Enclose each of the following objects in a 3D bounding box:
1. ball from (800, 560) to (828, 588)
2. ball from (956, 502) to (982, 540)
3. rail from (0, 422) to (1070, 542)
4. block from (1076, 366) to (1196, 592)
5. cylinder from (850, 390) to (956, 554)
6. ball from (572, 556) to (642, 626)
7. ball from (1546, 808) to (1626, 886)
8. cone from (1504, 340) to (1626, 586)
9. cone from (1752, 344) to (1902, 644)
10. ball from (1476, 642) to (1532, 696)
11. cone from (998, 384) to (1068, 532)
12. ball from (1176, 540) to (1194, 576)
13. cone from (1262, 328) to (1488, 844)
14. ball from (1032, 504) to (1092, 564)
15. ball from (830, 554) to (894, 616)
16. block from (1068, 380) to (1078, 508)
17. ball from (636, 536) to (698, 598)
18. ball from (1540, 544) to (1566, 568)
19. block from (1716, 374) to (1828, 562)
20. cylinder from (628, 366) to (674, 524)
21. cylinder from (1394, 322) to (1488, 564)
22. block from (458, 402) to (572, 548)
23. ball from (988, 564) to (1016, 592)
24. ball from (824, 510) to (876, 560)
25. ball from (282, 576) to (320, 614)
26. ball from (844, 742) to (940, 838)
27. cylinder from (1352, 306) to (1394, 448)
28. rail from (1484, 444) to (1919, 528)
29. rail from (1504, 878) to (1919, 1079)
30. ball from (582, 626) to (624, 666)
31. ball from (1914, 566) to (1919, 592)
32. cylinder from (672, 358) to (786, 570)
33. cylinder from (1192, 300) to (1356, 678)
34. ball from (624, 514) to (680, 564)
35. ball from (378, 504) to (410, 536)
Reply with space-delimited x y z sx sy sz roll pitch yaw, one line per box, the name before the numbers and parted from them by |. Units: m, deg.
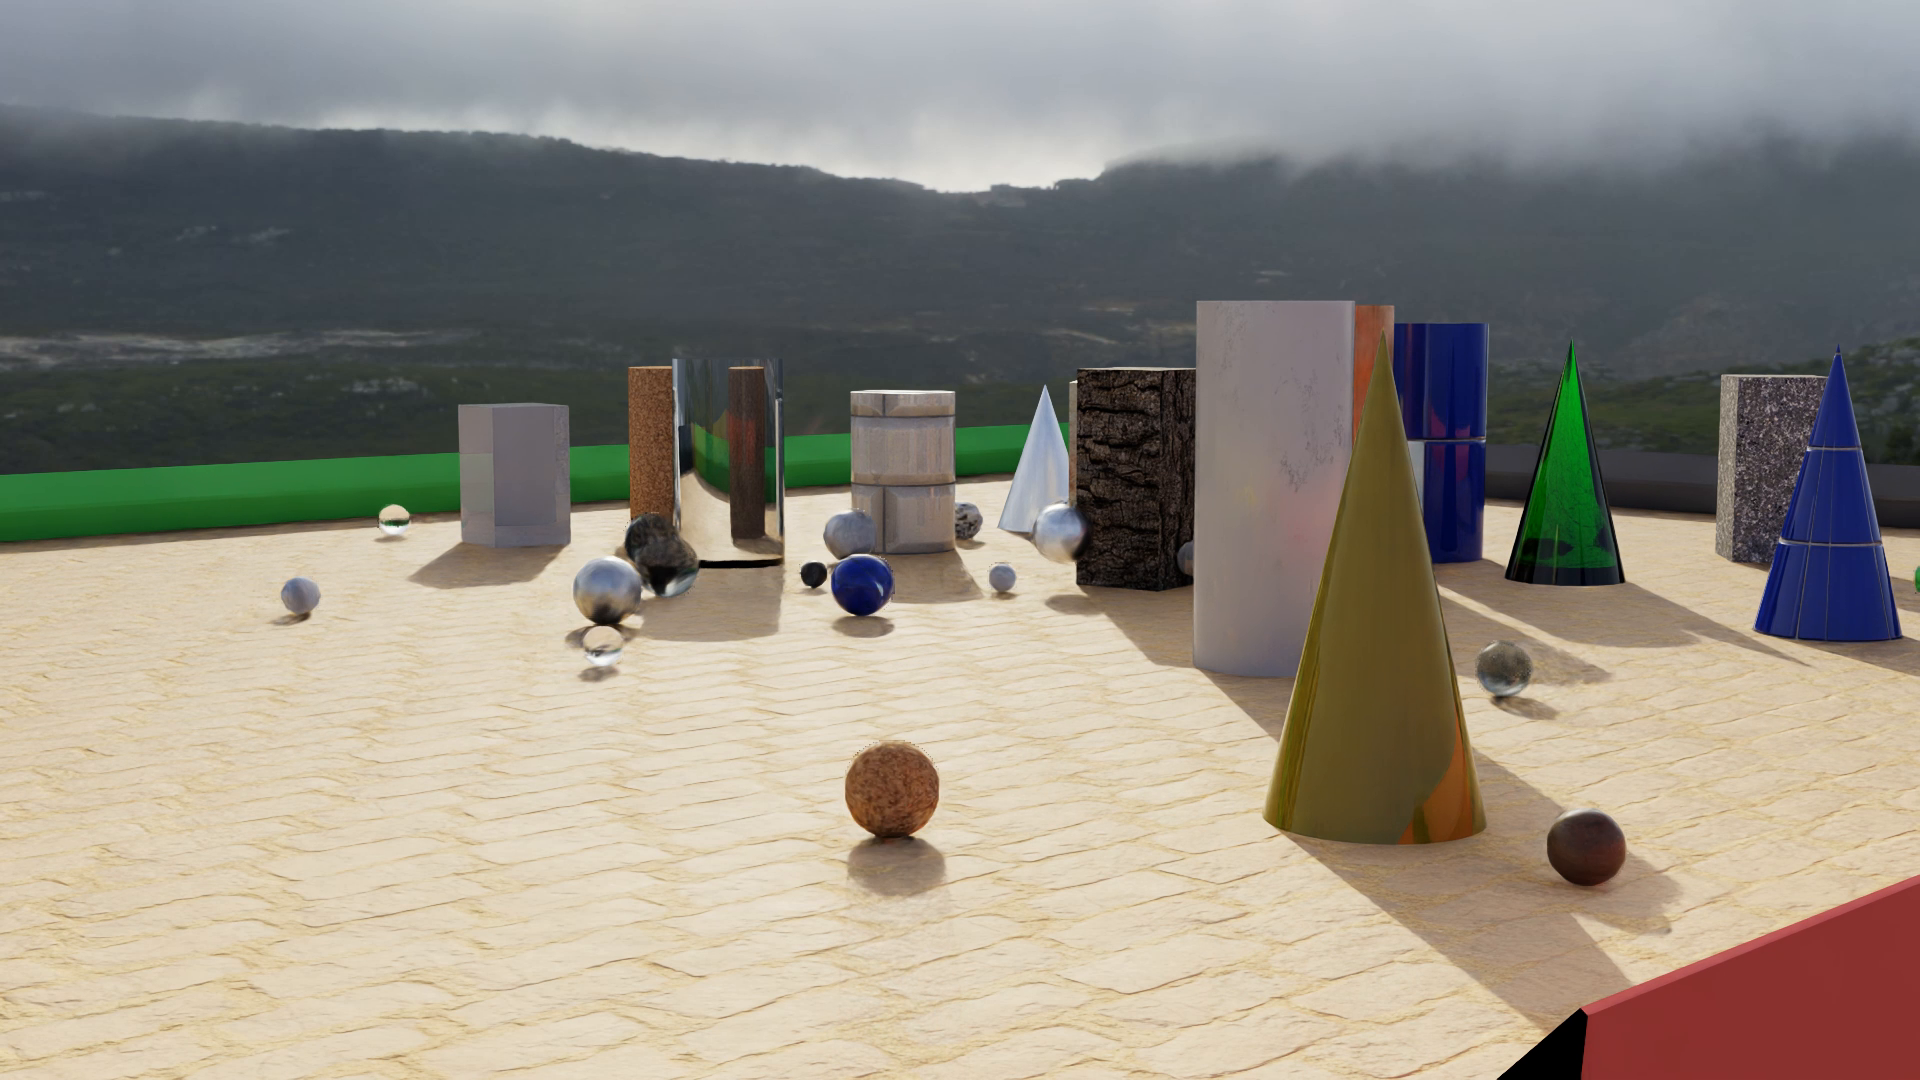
ball | -0.235 0.055 3.531 0.044 0.044 0.044 0 6 0
ball | 0.006 -0.038 4.270 0.074 0.074 0.074 0 6 0
rail | -1.281 -0.112 4.712 4.422 0.127 0.045 -5 8 -42
block | 0.297 -0.103 3.574 0.156 0.349 0.156 4 7 36
cylinder | -0.106 -0.129 4.094 0.195 0.293 0.195 0 6 0
ball | -0.499 0.072 3.110 0.097 0.097 0.097 0 6 0
ball | 0.486 0.238 1.706 0.060 0.060 0.060 0 6 0
cone | 1.004 -0.135 3.629 0.195 0.401 0.195 0 6 0
cone | 1.199 -0.071 3.021 0.195 0.399 0.195 0 6 0
ball | 0.628 0.149 2.537 0.064 0.064 0.064 0 6 0
cone | 0.173 -0.172 4.492 0.195 0.295 0.195 0 6 0
ball | 0.374 0.030 3.512 0.058 0.058 0.058 0 6 0
cone | 0.363 0.031 1.910 0.195 0.429 0.195 0 6 0
ball | 0.164 -0.010 3.525 0.095 0.095 0.095 0 6 0
ball | -0.143 0.065 3.203 0.091 0.091 0.091 0 6 0
block | 0.292 -0.144 4.149 0.156 0.310 0.156 1 6 10
ball | -0.454 0.041 3.406 0.097 0.097 0.097 0 6 0
ball | 1.015 0.027 3.760 0.043 0.043 0.043 0 6 0
block | 1.453 -0.130 3.935 0.156 0.327 0.156 1 6 8
cylinder | -0.562 -0.179 4.388 0.195 0.330 0.195 0 6 0
cylinder | 0.845 -0.179 3.950 0.195 0.420 0.195 0 6 0
block | -0.852 -0.127 4.209 0.156 0.263 0.156 -4 7 -36
ball | 0.067 0.060 3.483 0.044 0.044 0.044 0 6 0
ball | -0.195 -0.007 3.886 0.092 0.092 0.092 0 6 0
ball | -0.968 0.081 3.228 0.055 0.055 0.055 0 6 0
ball | -0.057 0.211 1.859 0.081 0.081 0.081 0 6 0
cylinder | 0.633 -0.171 3.727 0.195 0.452 0.195 0 6 0
rail | 1.608 -0.122 4.807 0.045 0.127 3.824 -5 8 -42
rail | 1.281 0.178 1.952 4.422 0.127 0.045 -5 8 -42
ball | -0.446 0.133 2.749 0.052 0.052 0.052 0 6 0
ball | 1.496 0.060 3.362 0.069 0.069 0.069 0 6 0
cylinder | -0.406 -0.139 3.863 0.195 0.360 0.195 0 6 0
cylinder | 0.391 -0.070 2.746 0.195 0.455 0.195 0 6 0
ball | -0.530 0.003 3.780 0.094 0.094 0.094 0 6 0
ball | -1.118 -0.039 4.346 0.061 0.061 0.061 0 6 0
